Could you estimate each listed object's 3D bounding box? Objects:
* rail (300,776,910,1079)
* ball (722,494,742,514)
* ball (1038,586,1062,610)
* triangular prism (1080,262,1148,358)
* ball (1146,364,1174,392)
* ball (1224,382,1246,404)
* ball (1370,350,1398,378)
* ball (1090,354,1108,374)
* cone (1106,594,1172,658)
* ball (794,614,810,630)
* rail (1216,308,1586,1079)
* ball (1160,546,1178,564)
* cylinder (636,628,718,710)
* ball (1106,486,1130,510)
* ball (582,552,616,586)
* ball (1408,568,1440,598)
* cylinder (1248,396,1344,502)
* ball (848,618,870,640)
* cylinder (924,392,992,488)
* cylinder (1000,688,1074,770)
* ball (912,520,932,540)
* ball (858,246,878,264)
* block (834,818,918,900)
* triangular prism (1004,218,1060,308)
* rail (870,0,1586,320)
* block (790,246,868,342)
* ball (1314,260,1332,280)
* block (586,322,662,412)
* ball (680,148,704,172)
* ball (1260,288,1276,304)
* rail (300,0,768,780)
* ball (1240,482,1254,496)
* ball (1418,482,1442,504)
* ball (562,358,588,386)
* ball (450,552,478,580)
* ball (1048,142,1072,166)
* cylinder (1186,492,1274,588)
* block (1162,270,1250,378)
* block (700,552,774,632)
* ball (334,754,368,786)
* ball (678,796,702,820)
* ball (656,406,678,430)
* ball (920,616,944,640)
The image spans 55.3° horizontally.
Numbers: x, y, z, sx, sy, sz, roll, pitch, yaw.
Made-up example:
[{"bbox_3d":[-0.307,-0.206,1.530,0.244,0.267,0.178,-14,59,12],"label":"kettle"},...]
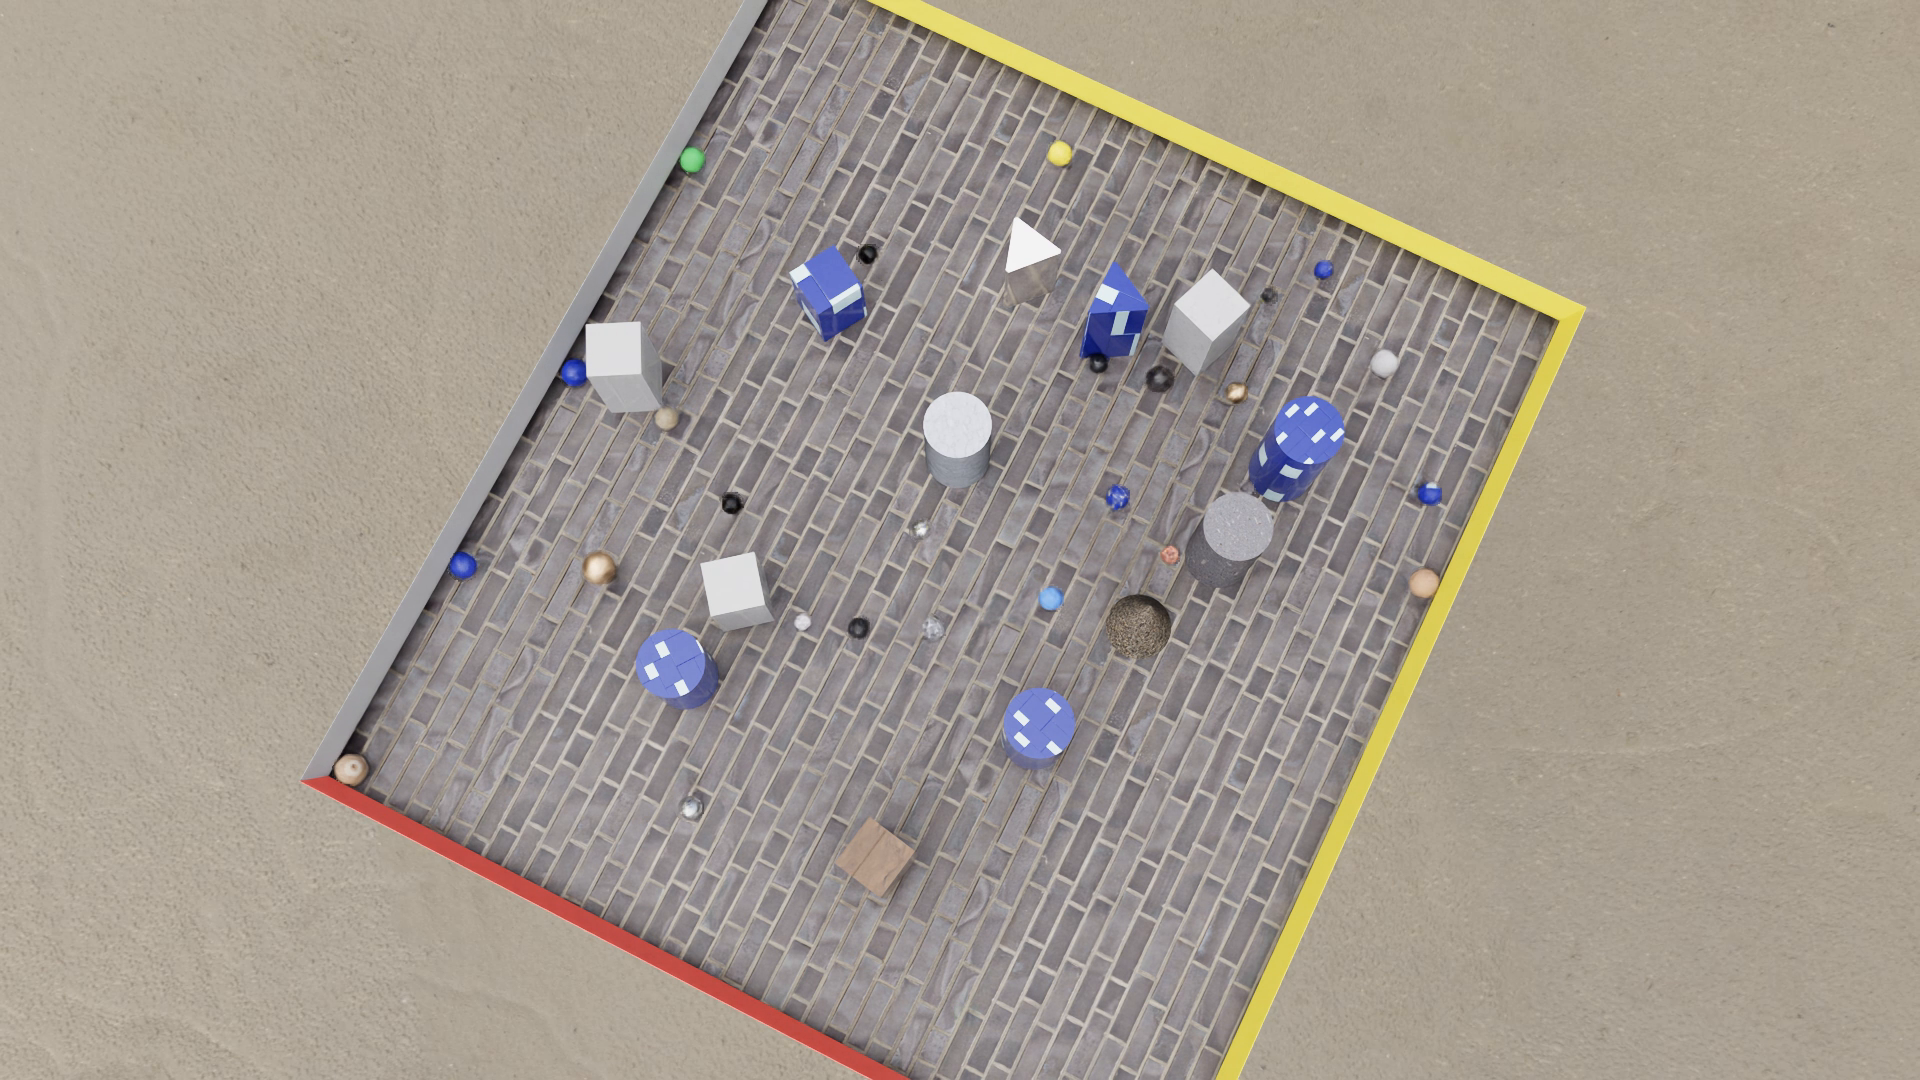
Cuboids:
[{"bbox_3d":[-0.664,1.308,5.279,2.797,0.129,0.045,26,80,5],"label":"rail"},{"bbox_3d":[-0.698,-0.110,5.607,0.063,0.063,0.063,0,78,0],"label":"ball"},{"bbox_3d":[0.274,0.178,5.543,0.072,0.072,0.072,0,78,0],"label":"ball"},{"bbox_3d":[0.455,-0.693,5.536,0.172,0.439,0.149,-4,78,-1],"label":"triangular prism"},{"bbox_3d":[0.619,-0.499,5.676,0.087,0.087,0.087,0,78,0],"label":"ball"},{"bbox_3d":[0.854,-0.457,5.677,0.067,0.067,0.067,0,78,0],"label":"ball"},{"bbox_3d":[1.317,-0.547,5.687,0.084,0.084,0.084,0,78,0],"label":"ball"},{"bbox_3d":[0.432,-0.547,5.700,0.059,0.059,0.059,0,78,0],"label":"ball"},{"bbox_3d":[0.542,0.225,5.377,0.199,0.378,0.199,0,78,0],"label":"cone"},{"bbox_3d":[-0.475,0.249,5.540,0.049,0.049,0.049,0,78,0],"label":"ball"},{"bbox_3d":[1.230,0.609,5.424,0.045,0.129,3.019,26,80,5],"label":"rail"},{"bbox_3d":[0.639,0.046,5.579,0.054,0.054,0.054,0,78,0],"label":"ball"},{"bbox_3d":[-0.827,0.383,5.384,0.199,0.301,0.199,0,78,0],"label":"cylinder"},{"bbox_3d":[0.482,-0.128,5.606,0.072,0.072,0.072,0,78,0],"label":"ball"},{"bbox_3d":[-1.092,0.087,5.548,0.099,0.099,0.099,0,78,0],"label":"ball"},{"bbox_3d":[1.404,0.132,5.543,0.090,0.090,0.090,0,78,0],"label":"ball"},{"bbox_3d":[0.990,-0.263,5.425,0.199,0.481,0.199,0,78,0],"label":"cylinder"},{"bbox_3d":[-0.306,0.267,5.529,0.064,0.064,0.064,0,78,0],"label":"ball"},{"bbox_3d":[-0.007,-0.295,5.486,0.199,0.376,0.199,0,78,0],"label":"cylinder"},{"bbox_3d":[0.222,0.550,5.306,0.199,0.386,0.199,0,78,0],"label":"cylinder"},{"bbox_3d":[-0.117,-0.030,5.592,0.061,0.061,0.061,0,78,0],"label":"ball"},{"bbox_3d":[-0.289,-0.899,5.773,0.059,0.059,0.059,0,78,0],"label":"ball"},{"bbox_3d":[-0.235,0.913,5.242,0.159,0.364,0.159,36,81,7],"label":"block"},{"bbox_3d":[0.193,-0.862,5.624,0.172,0.334,0.149,-21,79,-4],"label":"triangular prism"},{"bbox_3d":[0.664,-1.294,5.818,2.797,0.129,0.045,26,80,5],"label":"rail"},{"bbox_3d":[-0.402,-0.755,5.636,0.159,0.269,0.159,-33,80,-6],"label":"block"},{"bbox_3d":[1.142,-0.850,5.763,0.057,0.057,0.057,0,78,0],"label":"ball"},{"bbox_3d":[-1.009,-0.517,5.525,0.159,0.389,0.159,-3,78,-1],"label":"block"},{"bbox_3d":[-0.853,-1.207,5.827,0.078,0.078,0.078,0,78,0],"label":"ball"},{"bbox_3d":[0.969,-0.767,5.750,0.049,0.049,0.049,0,78,0],"label":"ball"},{"bbox_3d":[-1.230,-0.595,5.673,0.045,0.129,3.019,26,80,5],"label":"rail"},{"bbox_3d":[0.883,-0.154,5.626,0.044,0.044,0.044,0,78,0],"label":"ball"},{"bbox_3d":[1.437,-0.142,5.611,0.069,0.069,0.069,0,78,0],"label":"ball"},{"bbox_3d":[-1.192,-0.519,5.680,0.086,0.086,0.086,0,78,0],"label":"ball"},{"bbox_3d":[-1.506,0.078,5.558,0.082,0.082,0.082,0,78,0],"label":"ball"},{"bbox_3d":[0.319,-1.228,5.833,0.075,0.075,0.075,0,78,0],"label":"ball"},{"bbox_3d":[0.788,0.005,5.395,0.199,0.432,0.199,0,78,0],"label":"cylinder"},{"bbox_3d":[0.742,-0.655,5.566,0.159,0.365,0.159,-43,81,-8],"label":"block"},{"bbox_3d":[-0.657,0.157,5.436,0.159,0.290,0.159,-12,79,-3],"label":"block"},{"bbox_3d":[-1.802,0.680,5.427,0.096,0.096,0.096,0,78,0],"label":"ball"},{"bbox_3d":[-0.798,0.791,5.416,0.072,0.072,0.072,0,78,0],"label":"ball"},{"bbox_3d":[-0.904,-0.377,5.658,0.072,0.072,0.072,0,78,0],"label":"ball"},{"bbox_3d":[-0.082,0.266,5.525,0.072,0.072,0.072,0,78,0],"label":"ball"}]
